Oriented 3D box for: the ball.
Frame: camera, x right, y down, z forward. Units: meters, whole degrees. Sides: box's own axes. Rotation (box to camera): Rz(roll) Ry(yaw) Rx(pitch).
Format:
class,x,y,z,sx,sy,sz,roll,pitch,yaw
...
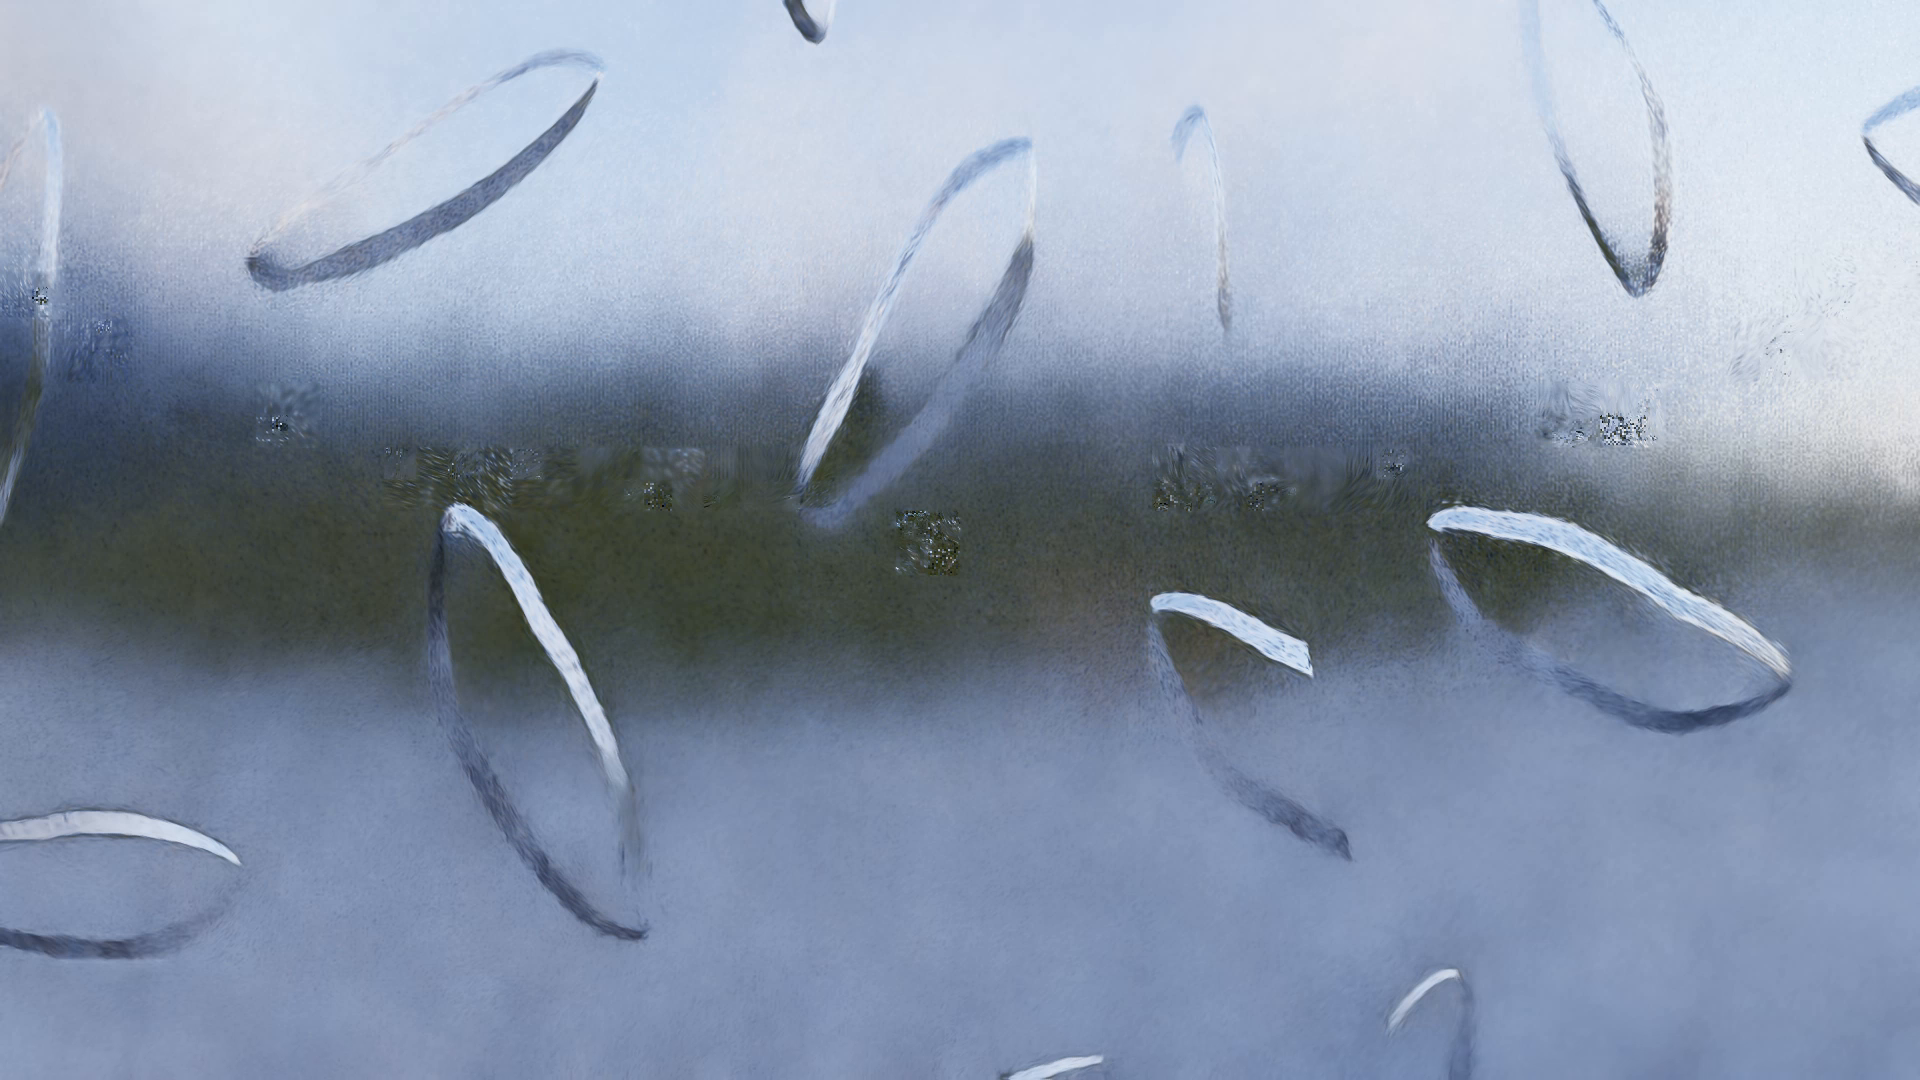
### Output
class,x,y,z,sx,sy,sz,roll,pitch,yaw
ball,0.000,-0.002,0.056,0.080,0.080,0.080,0,4,0
